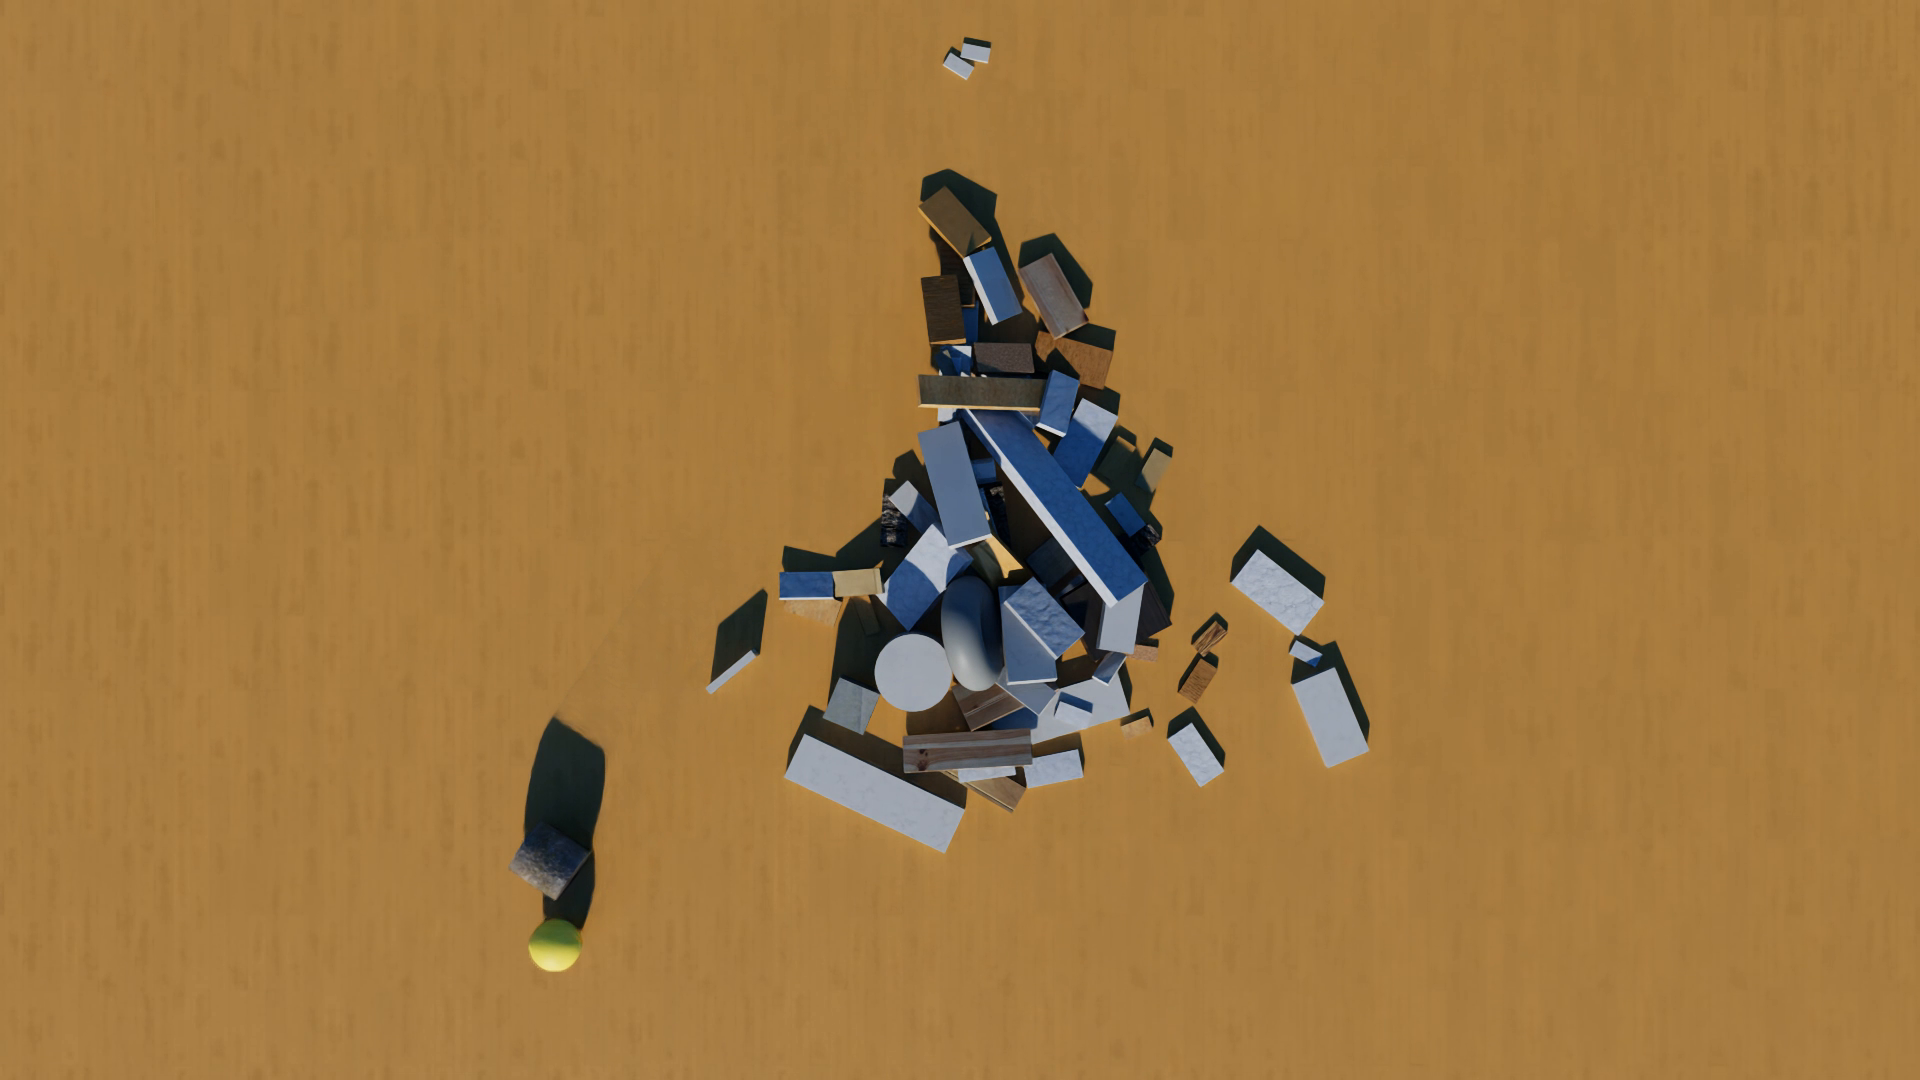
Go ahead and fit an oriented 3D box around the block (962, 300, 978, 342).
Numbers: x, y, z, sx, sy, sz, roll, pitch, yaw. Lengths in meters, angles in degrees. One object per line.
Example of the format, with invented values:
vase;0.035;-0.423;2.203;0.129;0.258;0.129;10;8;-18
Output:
block;0.003;-0.681;5.468;0.112;0.032;0.224;1;95;0

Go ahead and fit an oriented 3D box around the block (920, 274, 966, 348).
block;-0.054;-0.748;5.369;0.118;0.033;0.236;-7;71;-2

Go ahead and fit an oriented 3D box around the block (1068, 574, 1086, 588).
block;0.413;0.170;5.492;0.053;0.015;0.106;-39;90;0

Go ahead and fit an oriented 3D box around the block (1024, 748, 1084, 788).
block;0.308;0.759;5.487;0.189;0.027;0.095;-11;90;0

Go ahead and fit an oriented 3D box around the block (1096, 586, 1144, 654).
block;0.524;0.246;5.398;0.119;0.034;0.238;10;87;-14

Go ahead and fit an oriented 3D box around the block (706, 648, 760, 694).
block;-0.751;0.434;5.452;0.194;0.097;0.027;-40;90;0

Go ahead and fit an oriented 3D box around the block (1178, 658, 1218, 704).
block;0.792;0.469;5.490;0.069;0.020;0.139;33;90;0

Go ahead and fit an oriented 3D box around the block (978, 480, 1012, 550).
block;0.089;-0.056;5.420;0.135;0.038;0.269;-9;118;0

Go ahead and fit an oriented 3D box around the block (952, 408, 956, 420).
block;-0.039;-0.447;5.356;0.058;0.016;0.115;6;100;-2

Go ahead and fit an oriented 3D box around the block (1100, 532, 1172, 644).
block;0.548;0.167;5.452;0.170;0.048;0.340;-27;95;-7

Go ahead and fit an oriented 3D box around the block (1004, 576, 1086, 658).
block;0.274;0.253;5.352;0.125;0.035;0.249;-40;81;-15

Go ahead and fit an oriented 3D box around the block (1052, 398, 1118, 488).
block;0.403;-0.320;5.481;0.135;0.038;0.269;28;90;0

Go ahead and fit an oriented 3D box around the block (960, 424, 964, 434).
block;-0.019;-0.287;5.400;0.085;0.024;0.170;-11;98;1

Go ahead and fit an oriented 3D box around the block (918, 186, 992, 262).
block;-0.018;-1.046;5.453;0.118;0.033;0.236;-39;80;-9

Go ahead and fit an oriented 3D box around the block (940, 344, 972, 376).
block;-0.018;-0.538;5.391;0.100;0.028;0.201;2;107;-1

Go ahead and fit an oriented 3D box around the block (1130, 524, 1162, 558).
block;0.596;0.014;5.489;0.139;0.020;0.069;-39;92;0

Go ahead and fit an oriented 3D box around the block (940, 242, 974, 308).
block;-0.008;-0.876;5.446;0.112;0.032;0.224;0;77;-1

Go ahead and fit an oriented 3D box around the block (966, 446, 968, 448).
block;-0.016;-0.228;5.459;0.085;0.024;0.170;0;109;-1

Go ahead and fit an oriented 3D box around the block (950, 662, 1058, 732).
block;0.148;0.493;5.450;0.319;0.045;0.159;-25;74;-2

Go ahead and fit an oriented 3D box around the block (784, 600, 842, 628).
block;-0.490;0.219;5.487;0.177;0.025;0.089;19;90;0

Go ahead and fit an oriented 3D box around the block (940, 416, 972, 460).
block;-0.016;-0.325;5.457;0.100;0.028;0.201;-2;107;0

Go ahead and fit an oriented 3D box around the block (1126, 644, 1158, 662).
block;0.609;0.376;5.493;0.099;0.014;0.050;9;90;0

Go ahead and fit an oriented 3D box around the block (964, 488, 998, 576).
block;0.048;-0.021;5.391;0.142;0.040;0.284;-16;118;4

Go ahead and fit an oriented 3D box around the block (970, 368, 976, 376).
block;0.048;-0.513;5.421;0.014;0.048;0.095;-7;106;2

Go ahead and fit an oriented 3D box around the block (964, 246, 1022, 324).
block;0.109;-0.840;5.443;0.118;0.033;0.236;-27;95;-36

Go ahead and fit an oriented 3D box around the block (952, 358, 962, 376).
block;-0.029;-0.536;5.359;0.058;0.016;0.115;3;98;-2

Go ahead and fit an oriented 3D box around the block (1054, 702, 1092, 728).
block;0.373;0.578;5.450;0.113;0.016;0.057;21;90;0

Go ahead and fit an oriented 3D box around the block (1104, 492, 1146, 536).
block;0.550;-0.085;5.490;0.069;0.020;0.138;-37;90;0

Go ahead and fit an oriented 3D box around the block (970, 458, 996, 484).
block;0.059;-0.134;5.419;0.135;0.038;0.269;-8;118;-1

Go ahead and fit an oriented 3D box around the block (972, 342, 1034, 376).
block;0.141;-0.594;5.416;0.201;0.028;0.100;-2;76;-21

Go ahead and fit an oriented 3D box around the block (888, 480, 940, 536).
block;-0.149;-0.107;5.467;0.085;0.024;0.170;-44;100;-9

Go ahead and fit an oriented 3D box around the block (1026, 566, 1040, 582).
block;0.256;0.109;5.490;0.139;0.020;0.069;-24;90;0

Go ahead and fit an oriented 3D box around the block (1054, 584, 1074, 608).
block;0.300;0.297;5.430;0.300;0.042;0.150;-40;81;-15

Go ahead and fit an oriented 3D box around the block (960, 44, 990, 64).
block;0.052;-1.622;5.493;0.093;0.013;0.046;11;90;0

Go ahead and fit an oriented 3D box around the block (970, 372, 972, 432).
block;-0.010;-0.455;5.447;0.100;0.028;0.201;-3;107;0

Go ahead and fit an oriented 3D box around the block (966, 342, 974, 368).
block;0.000;-0.541;5.453;0.112;0.032;0.224;-2;106;0

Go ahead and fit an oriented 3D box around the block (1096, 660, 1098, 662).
block;0.477;0.344;5.469;0.121;0.017;0.060;-37;87;-21

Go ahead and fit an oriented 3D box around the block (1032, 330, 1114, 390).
block;0.369;-0.597;5.482;0.258;0.037;0.129;16;90;0

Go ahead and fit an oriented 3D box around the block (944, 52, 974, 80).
block;-0.005;-1.578;5.493;0.093;0.013;0.046;32;90;0
